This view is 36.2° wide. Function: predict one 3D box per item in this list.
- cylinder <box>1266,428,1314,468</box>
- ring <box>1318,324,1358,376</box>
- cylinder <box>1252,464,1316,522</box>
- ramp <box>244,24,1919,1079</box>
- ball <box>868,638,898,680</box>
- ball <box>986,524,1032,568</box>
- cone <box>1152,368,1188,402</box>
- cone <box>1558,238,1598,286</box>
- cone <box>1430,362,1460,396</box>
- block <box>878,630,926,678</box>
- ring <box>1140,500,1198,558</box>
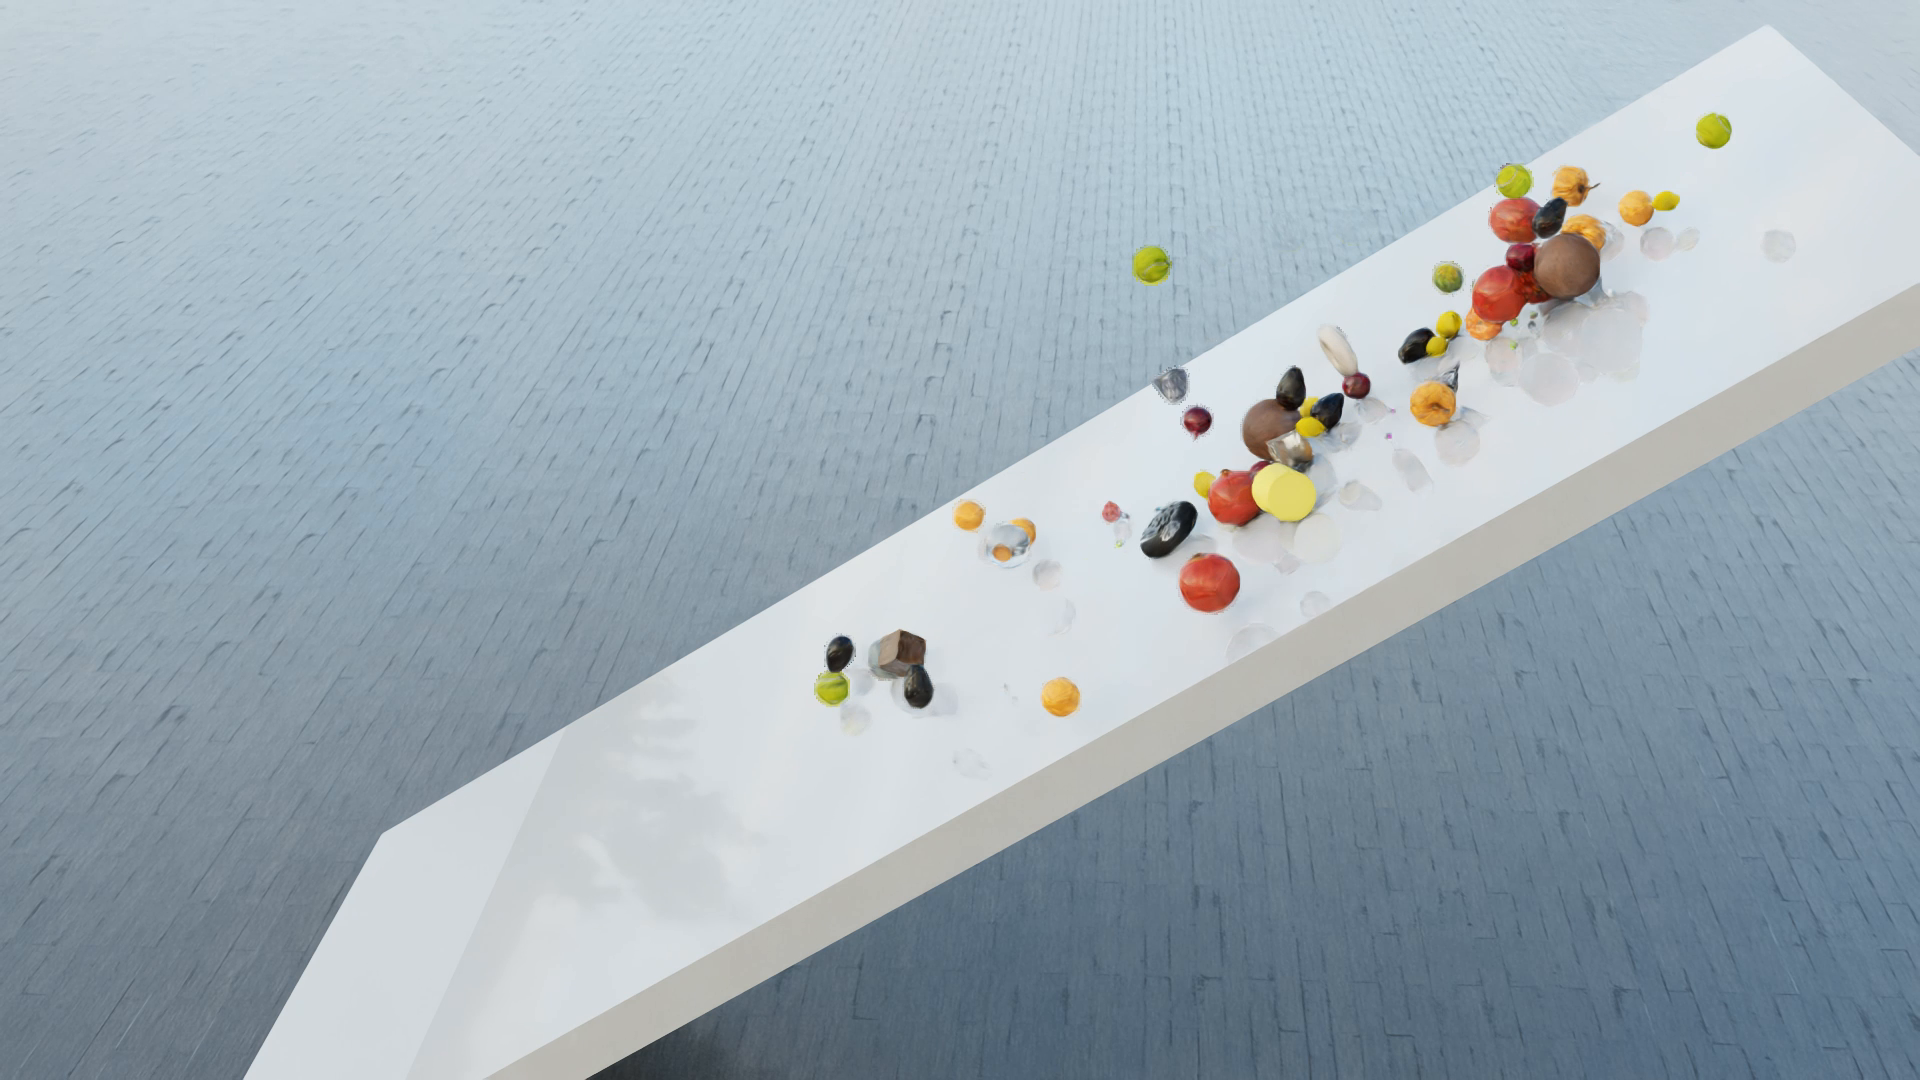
[{"bbox_3d":[0.664,-0.180,5.919,0.070,0.070,0.070,-23,23,-4],"label":"cylinder"},{"bbox_3d":[0.763,-0.382,5.929,0.039,0.118,0.118,-32,24,-1],"label":"ring"},{"bbox_3d":[0.627,-0.092,5.696,0.098,0.098,0.098,-4,12,-12],"label":"cylinder"},{"bbox_3d":[0.140,0.170,6.292,4.000,0.100,2.000,-30,15,13],"label":"ramp"},{"bbox_3d":[-0.153,0.252,6.276,0.091,0.091,0.091,0,20,0],"label":"ball"},{"bbox_3d":[0.104,0.013,6.306,0.097,0.097,0.097,0,20,0],"label":"ball"},{"bbox_3d":[0.411,-0.317,5.931,0.071,0.071,0.071,-15,19,-35],"label":"cone"},{"bbox_3d":[1.232,-0.572,5.938,0.088,0.088,0.088,-23,16,7],"label":"cone"},{"bbox_3d":[0.956,-0.322,5.720,0.061,0.061,0.061,28,15,-8],"label":"cone"},{"bbox_3d":[-0.122,0.239,6.185,0.069,0.069,0.069,23,-29,-31],"label":"block"},{"bbox_3d":[0.424,-0.022,5.975,0.048,0.143,0.143,43,16,-15],"label":"ring"}]
